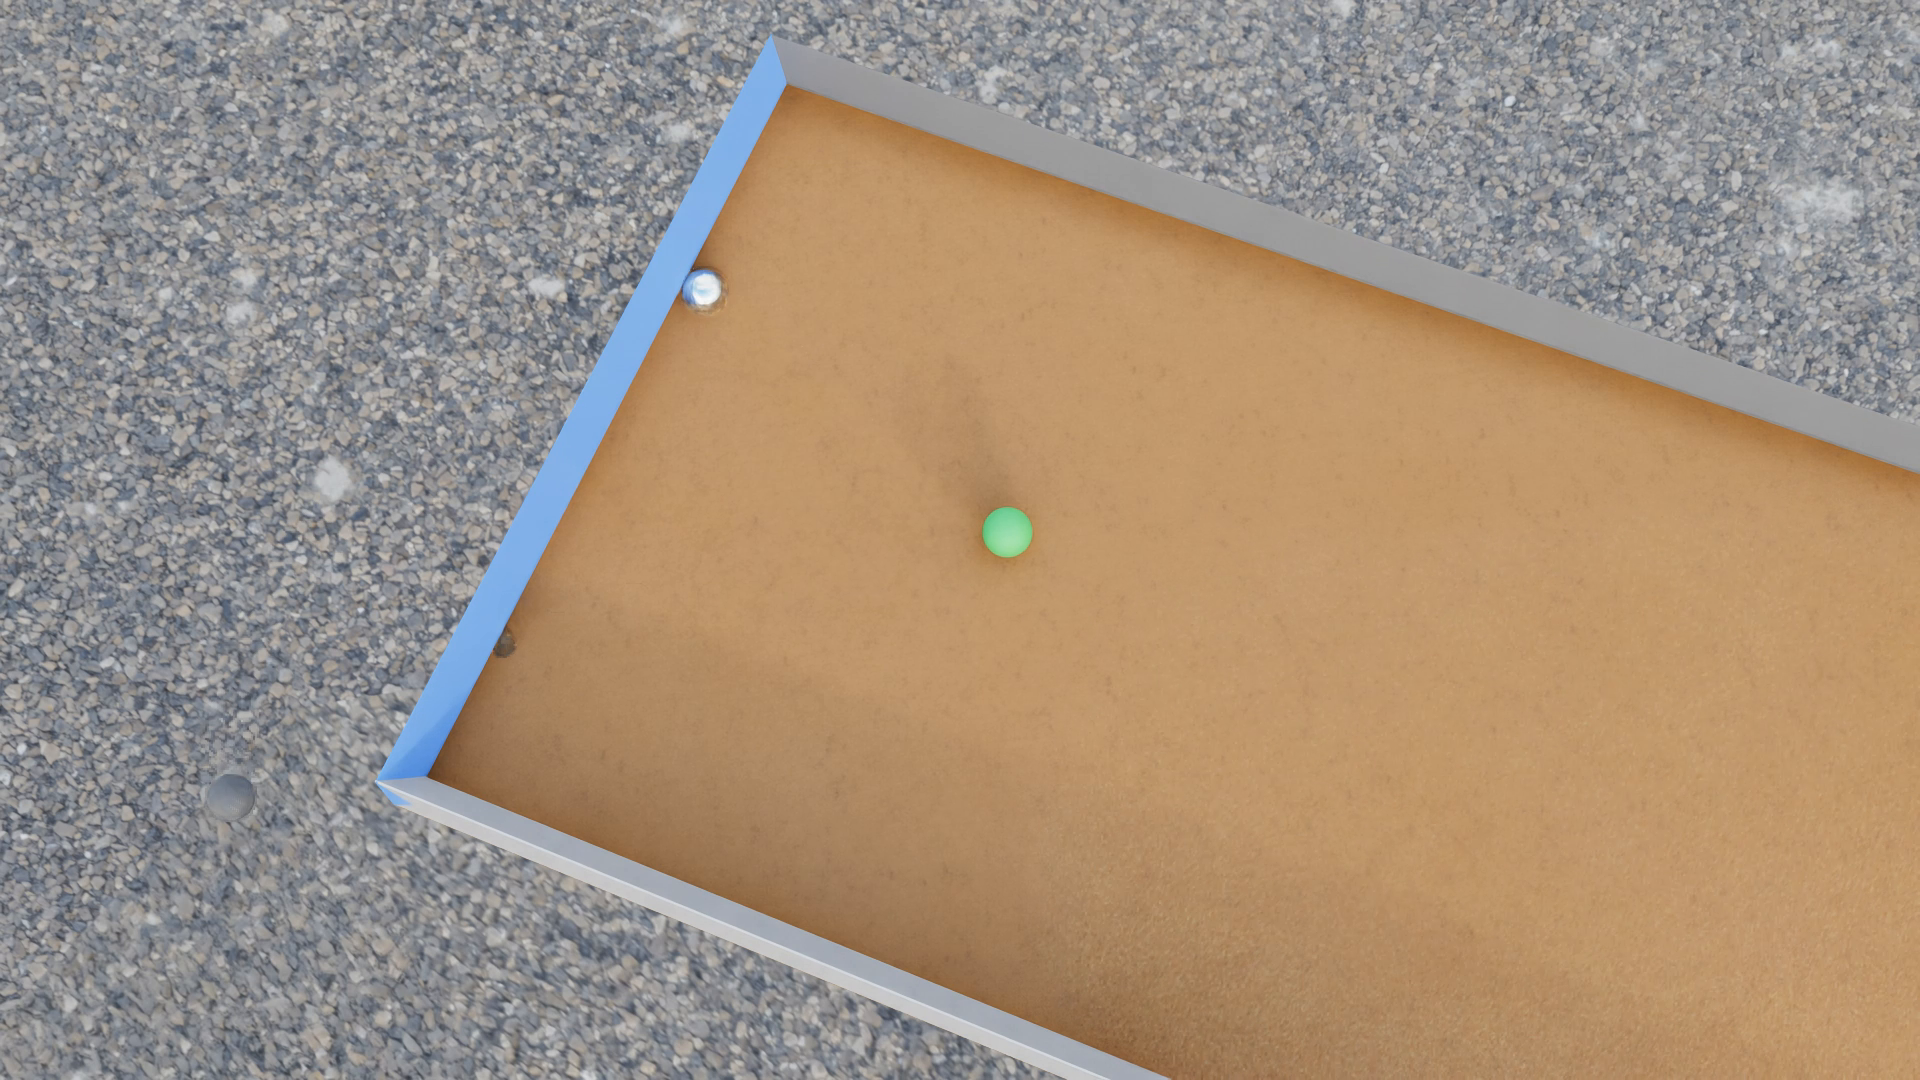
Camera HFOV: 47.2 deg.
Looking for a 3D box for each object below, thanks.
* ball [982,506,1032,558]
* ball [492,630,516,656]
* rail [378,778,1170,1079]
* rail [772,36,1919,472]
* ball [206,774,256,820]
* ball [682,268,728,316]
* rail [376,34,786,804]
[{"bbox_3d":[0.076,-0.012,3.514,0.081,0.081,0.081,0,67,0],"label":"ball"},{"bbox_3d":[-0.719,0.163,3.461,0.040,0.040,0.040,0,67,0],"label":"ball"},{"bbox_3d":[0.336,0.809,3.142,2.583,0.118,0.045,20,68,8],"label":"rail"},{"bbox_3d":[0.861,-0.384,3.650,2.583,0.118,0.045,20,68,8],"label":"rail"},{"bbox_3d":[-1.422,0.502,4.292,0.091,0.091,0.091,0,67,0],"label":"ball"},{"bbox_3d":[-0.427,-0.415,3.685,0.079,0.079,0.079,0,67,0],"label":"ball"},{"bbox_3d":[-0.577,-0.226,3.582,0.045,0.118,1.446,20,68,8],"label":"rail"}]
